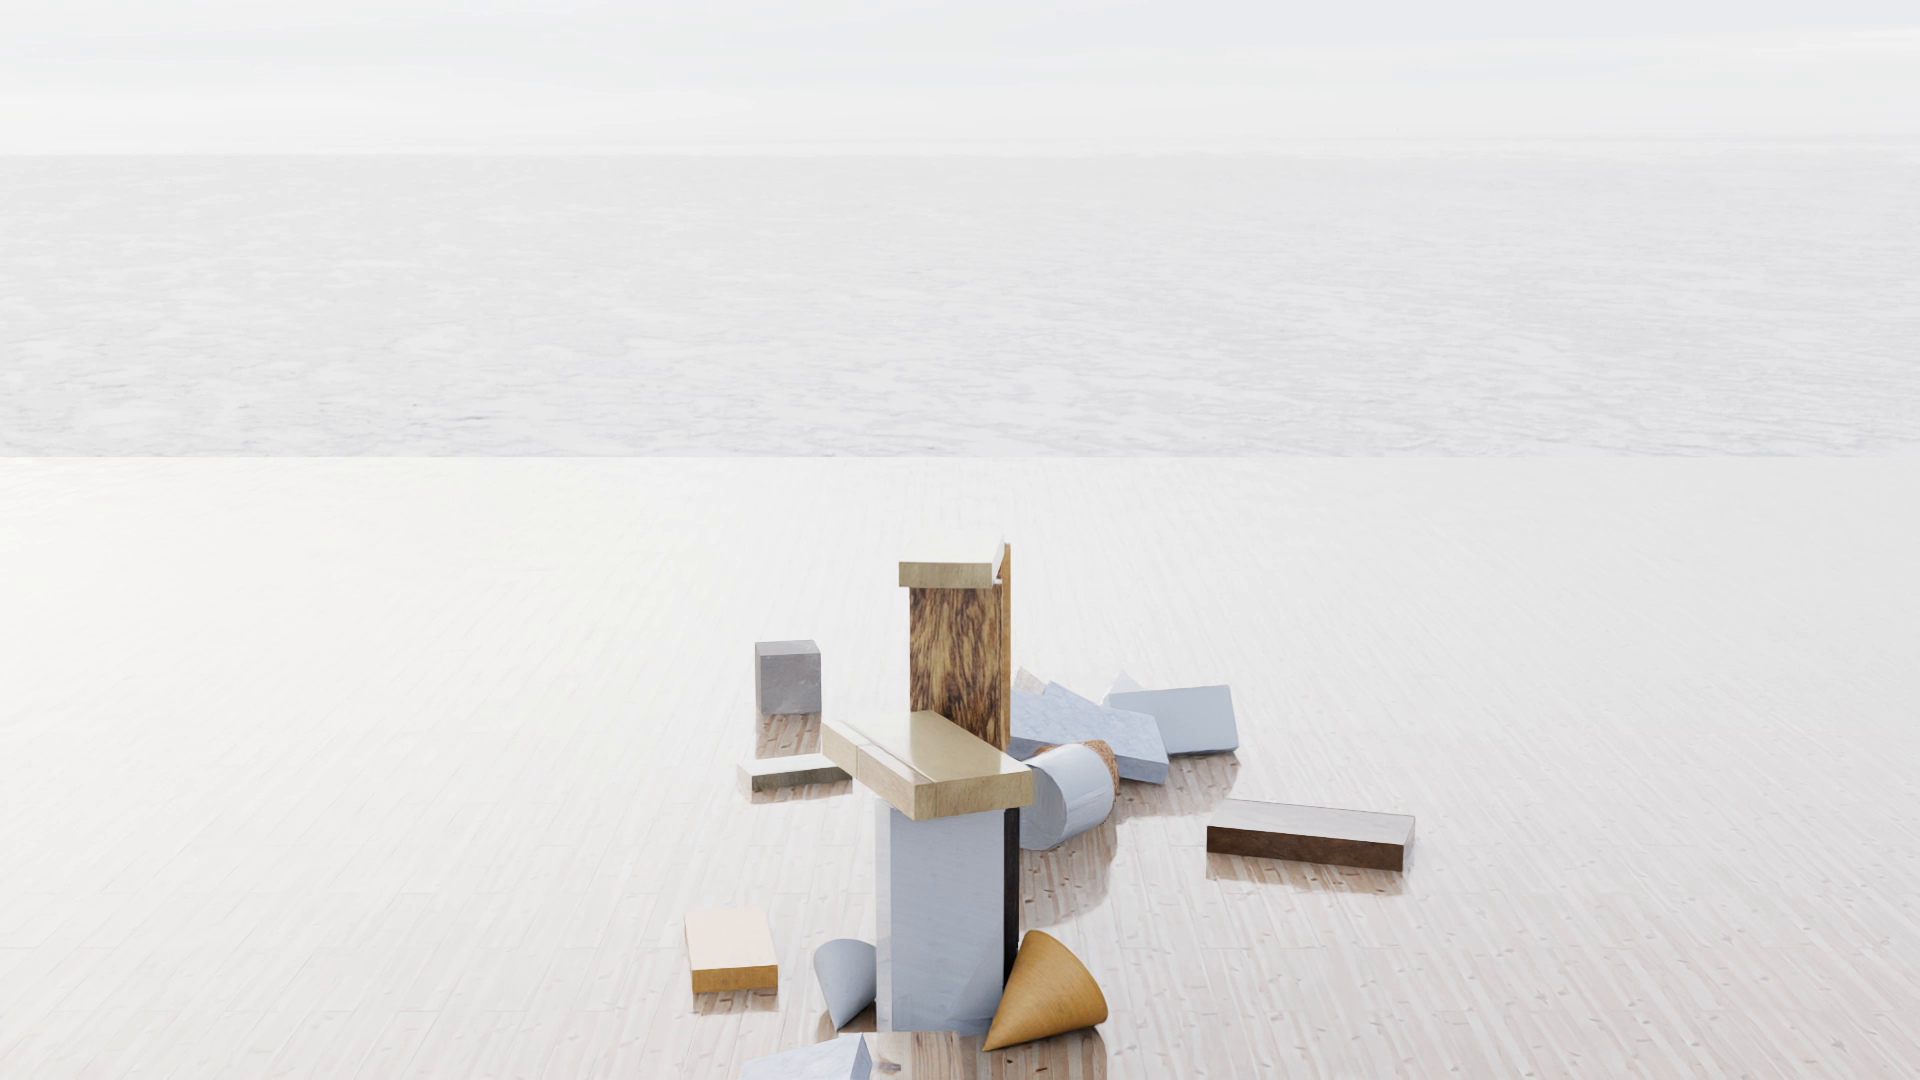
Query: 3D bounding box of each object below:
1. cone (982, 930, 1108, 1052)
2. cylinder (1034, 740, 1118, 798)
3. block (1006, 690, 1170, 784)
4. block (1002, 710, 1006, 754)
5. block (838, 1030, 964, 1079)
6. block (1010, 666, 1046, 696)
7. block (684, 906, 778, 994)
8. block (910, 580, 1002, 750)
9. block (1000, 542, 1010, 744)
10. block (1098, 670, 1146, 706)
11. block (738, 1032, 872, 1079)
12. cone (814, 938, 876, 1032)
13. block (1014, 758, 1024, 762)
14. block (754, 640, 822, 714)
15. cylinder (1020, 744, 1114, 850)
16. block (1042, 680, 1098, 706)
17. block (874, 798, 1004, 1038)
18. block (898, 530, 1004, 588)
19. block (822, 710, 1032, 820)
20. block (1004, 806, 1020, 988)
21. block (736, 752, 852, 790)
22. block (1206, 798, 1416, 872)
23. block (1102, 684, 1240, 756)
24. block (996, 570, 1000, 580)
[{"bbox_3d":[0.089,0.663,3.073,0.166,0.166,0.166,-37,28,-26],"label":"cone"},{"bbox_3d":[0.215,0.442,4.133,0.121,0.121,0.121,-5,12,-25],"label":"cylinder"},{"bbox_3d":[0.190,0.375,4.301,0.420,0.049,0.171,11,27,-13],"label":"block"},{"bbox_3d":[0.003,0.325,3.489,0.137,0.039,0.274,0,11,0],"label":"block"},{"bbox_3d":[-0.064,0.758,2.640,0.162,0.046,0.724,-1,11,-3],"label":"block"},{"bbox_3d":[0.158,0.354,4.616,0.141,0.040,0.283,38,12,-2],"label":"block"},{"bbox_3d":[-0.354,0.626,3.375,0.126,0.036,0.252,-2,11,-10],"label":"block"},{"bbox_3d":[-0.006,0.301,3.323,0.138,0.482,0.039,0,8,2],"label":"block"},{"bbox_3d":[0.001,0.177,3.779,0.171,0.343,0.049,0,6,1],"label":"block"},{"bbox_3d":[0.362,0.358,4.612,0.132,0.037,0.265,39,15,2],"label":"block"},{"bbox_3d":[-0.210,0.716,2.705,0.162,0.046,0.325,-16,11,8],"label":"block"},{"bbox_3d":[-0.165,0.658,3.151,0.122,0.122,0.122,2,37,11],"label":"cone"},{"bbox_3d":[0.074,0.411,4.326,0.141,0.040,0.283,39,23,14],"label":"block"},{"bbox_3d":[-0.380,0.302,4.859,0.132,0.132,0.132,-2,11,-11],"label":"block"},{"bbox_3d":[0.167,0.459,3.941,0.158,0.158,0.158,7,13,34],"label":"cylinder"},{"bbox_3d":[0.210,0.378,4.451,0.132,0.037,0.265,28,22,2],"label":"block"},{"bbox_3d":[-0.028,0.524,3.068,0.175,0.349,0.049,-5,12,-27],"label":"block"},{"bbox_3d":[-0.010,0.027,3.367,0.138,0.039,0.275,1,10,5],"label":"block"},{"bbox_3d":[-0.052,0.314,3.108,0.175,0.049,0.349,-5,11,-23],"label":"block"},{"bbox_3d":[-0.005,0.504,3.173,0.175,0.349,0.049,-2,11,-10],"label":"block"},{"bbox_3d":[-0.326,0.453,4.324,0.206,0.029,0.103,-4,11,-22],"label":"block"},{"bbox_3d":[0.624,0.522,3.905,0.343,0.049,0.171,3,11,18],"label":"block"},{"bbox_3d":[0.430,0.372,4.476,0.265,0.132,0.037,-3,-17,-16],"label":"block"},{"bbox_3d":[-0.005,0.168,3.475,0.138,0.275,0.039,0,9,0],"label":"block"}]
